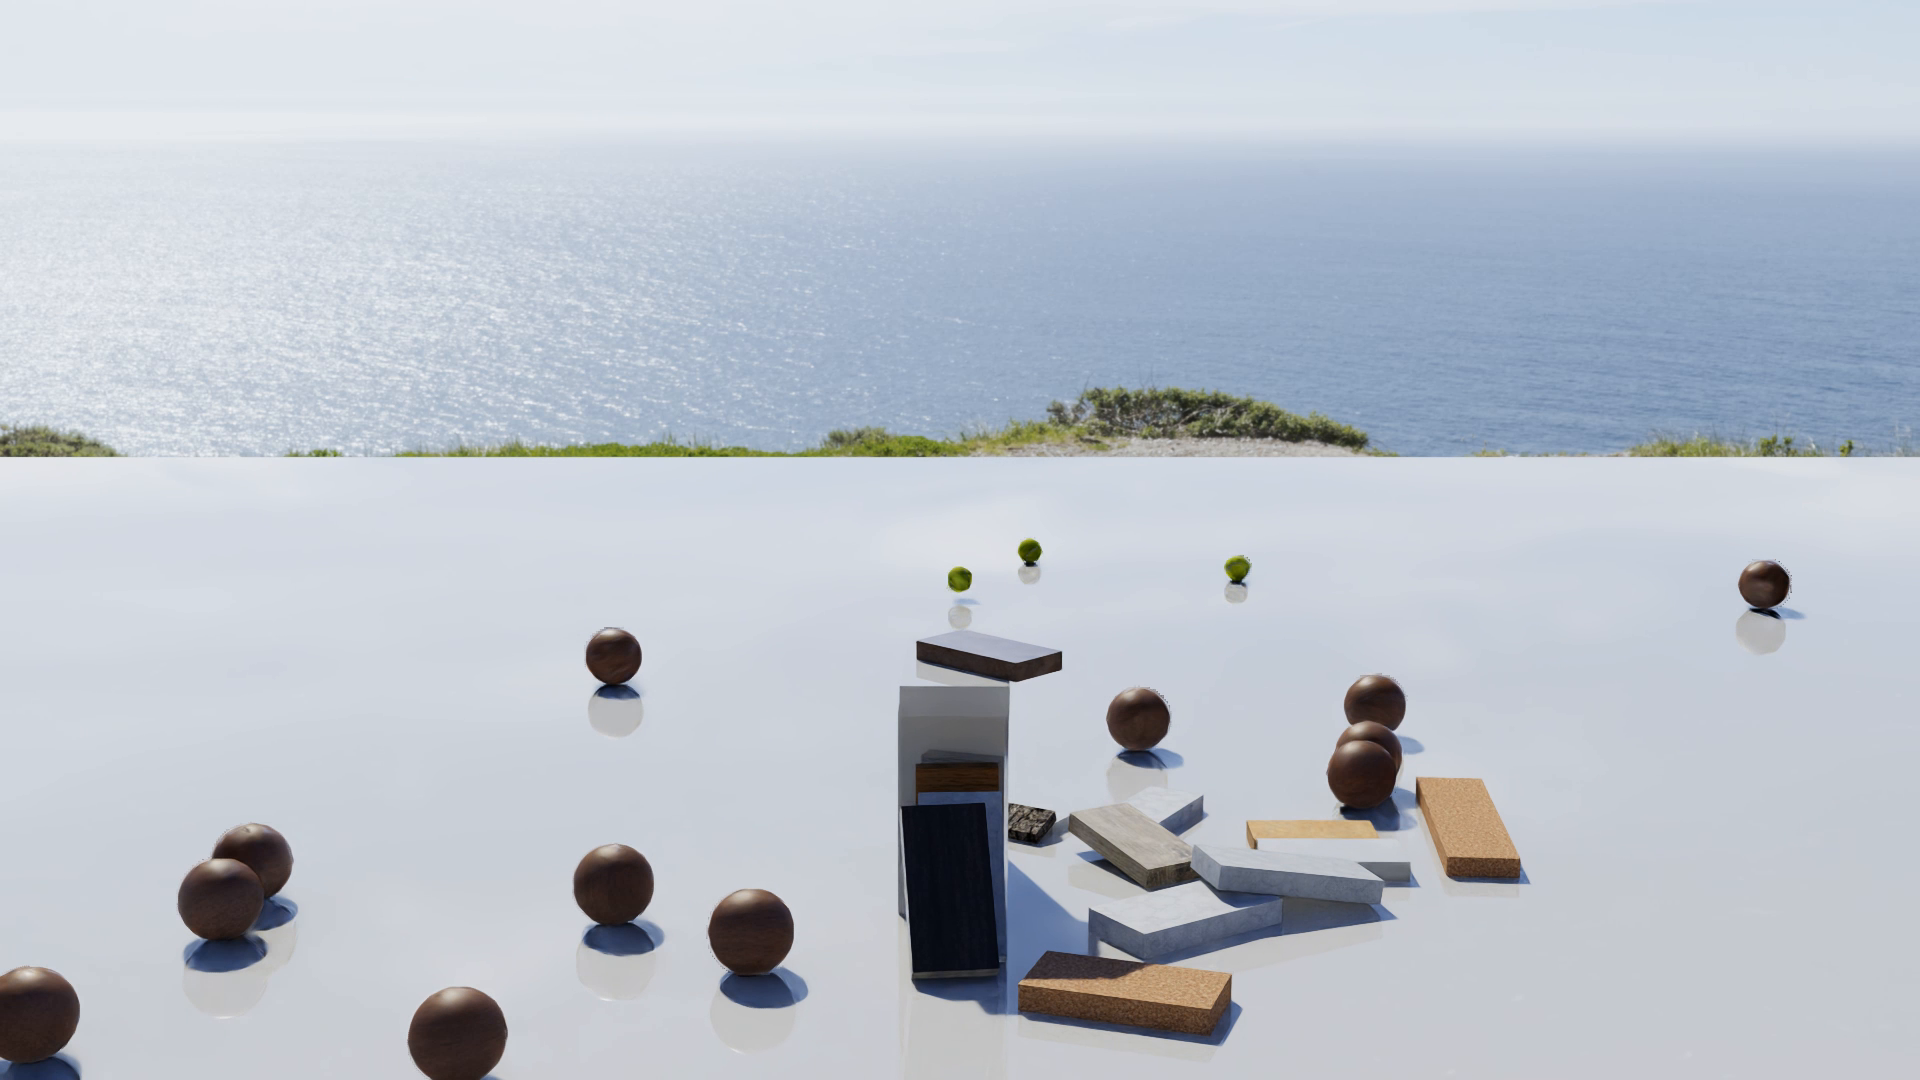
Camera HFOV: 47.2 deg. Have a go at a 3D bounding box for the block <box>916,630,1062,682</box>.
[{"bbox_3d":[0.046,0.187,3.581,0.221,0.031,0.111,10,15,43],"label":"block"}]

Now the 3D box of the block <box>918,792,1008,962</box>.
[{"bbox_3d":[0.003,0.520,3.402,0.130,0.261,0.037,0,-25,-2],"label":"block"}]

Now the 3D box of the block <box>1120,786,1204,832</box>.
[{"bbox_3d":[0.352,0.504,4.047,0.111,0.031,0.221,6,12,29],"label":"block"}]

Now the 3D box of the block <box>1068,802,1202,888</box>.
[{"bbox_3d":[0.306,0.528,3.819,0.123,0.035,0.246,-6,20,-29],"label":"block"}]

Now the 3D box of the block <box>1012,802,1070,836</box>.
[{"bbox_3d":[0.125,0.511,4.040,0.146,0.021,0.073,7,12,32],"label":"block"}]

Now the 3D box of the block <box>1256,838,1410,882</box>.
[{"bbox_3d":[0.641,0.550,3.787,0.246,0.035,0.123,0,11,0],"label":"block"}]

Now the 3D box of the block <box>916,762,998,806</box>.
[{"bbox_3d":[-0.005,0.487,3.503,0.130,0.261,0.037,0,8,-2],"label":"block"}]

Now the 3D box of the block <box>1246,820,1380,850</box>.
[{"bbox_3d":[0.626,0.530,3.907,0.221,0.031,0.111,0,11,0],"label":"block"}]

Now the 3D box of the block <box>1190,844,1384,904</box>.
[{"bbox_3d":[0.538,0.550,3.624,0.283,0.040,0.141,7,5,-13],"label":"block"}]

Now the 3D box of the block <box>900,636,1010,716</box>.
[{"bbox_3d":[-0.006,0.221,3.621,0.173,0.049,0.346,0,11,1],"label":"block"}]

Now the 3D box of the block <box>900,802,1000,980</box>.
[{"bbox_3d":[-0.018,0.532,3.347,0.131,0.261,0.037,-1,-26,-7],"label":"block"}]

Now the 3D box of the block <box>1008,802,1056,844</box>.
[{"bbox_3d":[0.093,0.509,3.985,0.146,0.021,0.073,6,32,32],"label":"block"}]

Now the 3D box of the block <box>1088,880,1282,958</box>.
[{"bbox_3d":[0.360,0.599,3.511,0.283,0.040,0.141,-7,13,-33],"label":"block"}]

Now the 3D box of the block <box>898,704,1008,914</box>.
[{"bbox_3d":[-0.011,0.435,3.556,0.173,0.346,0.049,2,9,9],"label":"block"}]

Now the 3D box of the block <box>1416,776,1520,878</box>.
[{"bbox_3d":[0.913,0.515,3.978,0.123,0.035,0.474,1,11,5],"label":"block"}]

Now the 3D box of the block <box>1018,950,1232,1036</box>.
[{"bbox_3d":[0.241,0.657,3.198,0.283,0.040,0.141,4,11,19],"label":"block"}]
